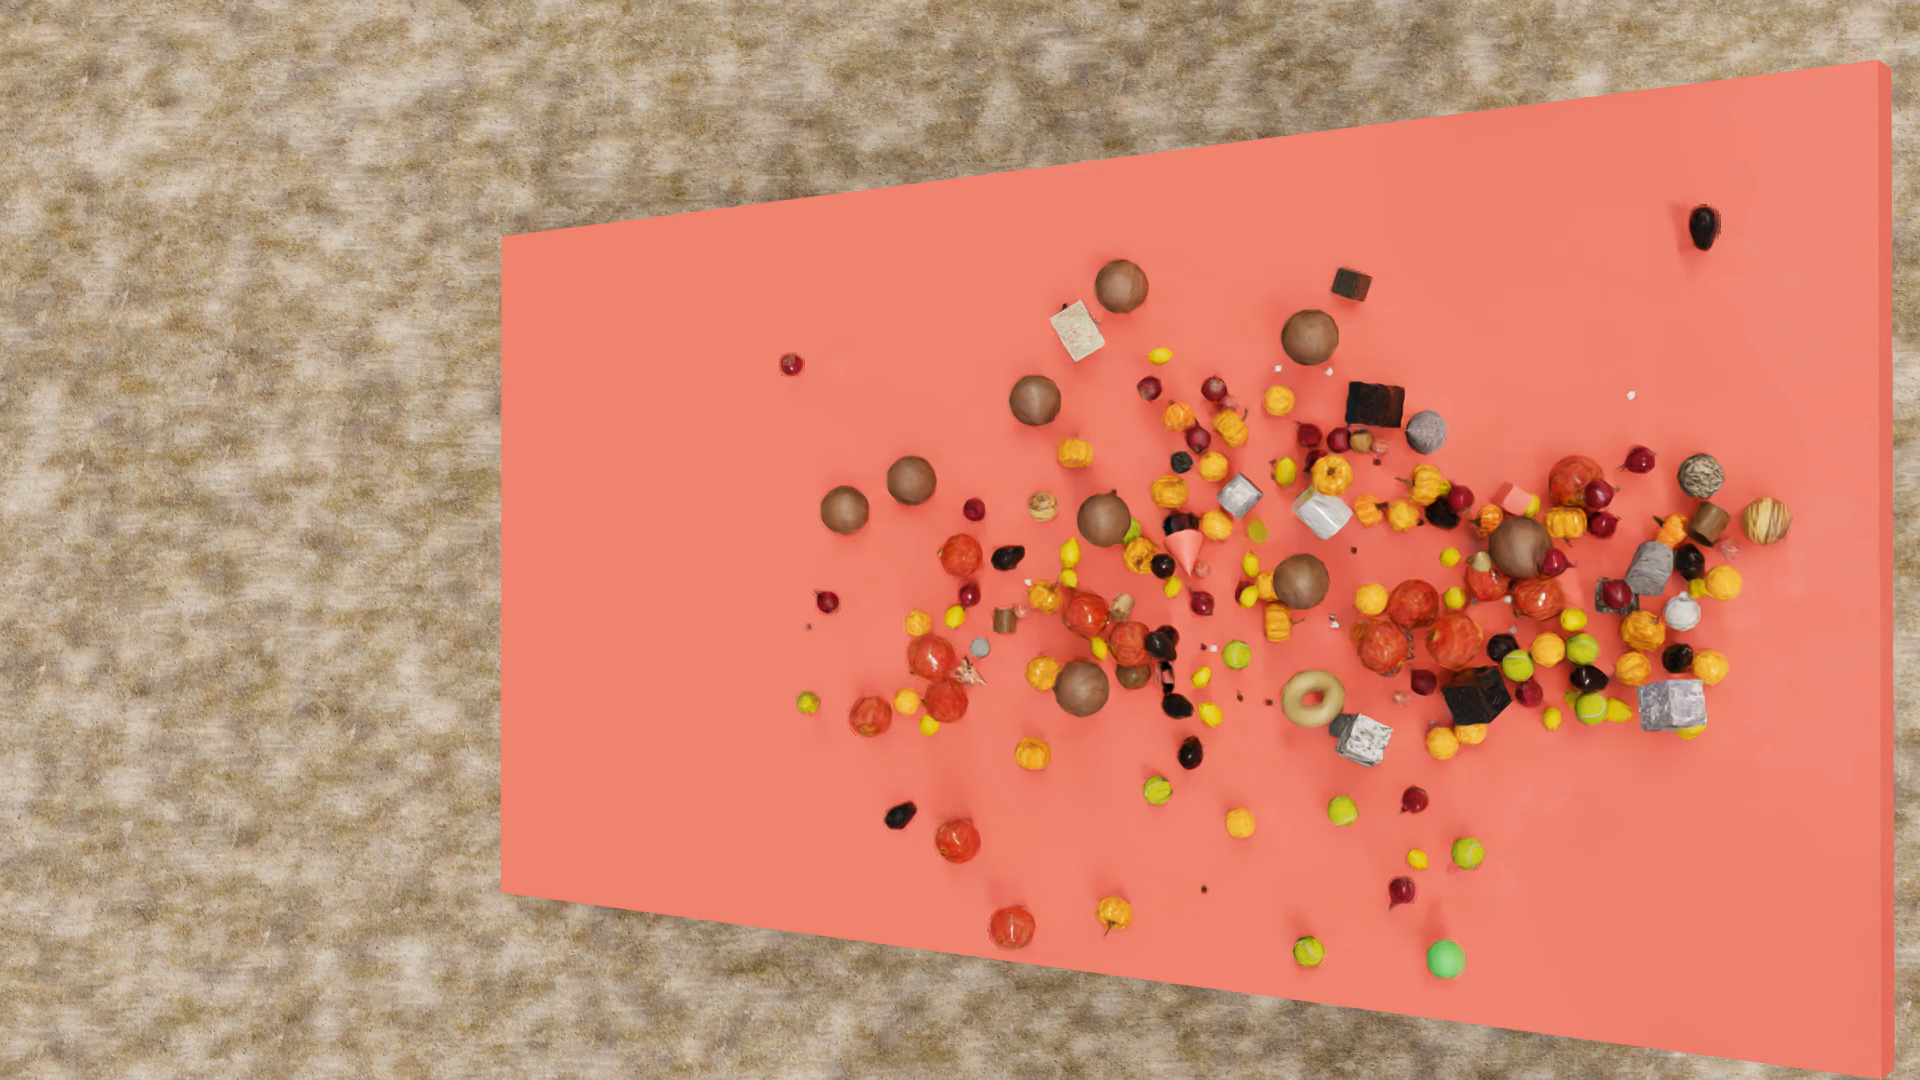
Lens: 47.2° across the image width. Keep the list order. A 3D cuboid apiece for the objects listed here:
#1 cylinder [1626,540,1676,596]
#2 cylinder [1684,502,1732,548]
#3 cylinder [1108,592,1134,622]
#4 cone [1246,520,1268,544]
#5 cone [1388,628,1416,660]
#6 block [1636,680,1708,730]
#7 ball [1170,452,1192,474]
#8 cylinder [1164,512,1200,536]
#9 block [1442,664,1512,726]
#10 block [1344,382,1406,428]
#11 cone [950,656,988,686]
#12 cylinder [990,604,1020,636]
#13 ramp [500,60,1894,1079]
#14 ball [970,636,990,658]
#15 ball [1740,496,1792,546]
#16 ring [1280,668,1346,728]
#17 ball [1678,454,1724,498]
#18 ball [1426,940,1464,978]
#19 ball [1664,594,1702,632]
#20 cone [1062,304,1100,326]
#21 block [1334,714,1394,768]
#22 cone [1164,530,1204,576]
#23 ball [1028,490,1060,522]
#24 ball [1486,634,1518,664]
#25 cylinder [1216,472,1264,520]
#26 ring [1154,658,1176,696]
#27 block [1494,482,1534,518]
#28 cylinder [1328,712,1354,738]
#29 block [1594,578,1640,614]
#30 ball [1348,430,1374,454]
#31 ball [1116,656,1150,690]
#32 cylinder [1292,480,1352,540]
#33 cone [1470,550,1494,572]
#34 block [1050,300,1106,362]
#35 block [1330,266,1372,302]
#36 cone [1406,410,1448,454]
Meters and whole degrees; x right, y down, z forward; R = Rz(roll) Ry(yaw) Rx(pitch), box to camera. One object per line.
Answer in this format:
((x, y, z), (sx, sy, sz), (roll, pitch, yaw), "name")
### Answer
((1.422, 0.059, 4.526), (0.081, 0.081, 0.081), (33, 60, 0), "cylinder")
((1.517, -0.032, 4.465), (0.067, 0.067, 0.067), (36, 86, 0), "cylinder")
((0.392, 0.163, 5.324), (0.050, 0.050, 0.050), (25, 56, 0), "cylinder")
((0.681, -0.013, 5.139), (0.057, 0.057, 0.057), (7, 72, -24), "cone")
((0.995, 0.225, 4.901), (0.063, 0.063, 0.063), (24, 74, 0), "cone")
((1.431, 0.333, 4.421), (0.089, 0.089, 0.089), (2, 77, -25), "block")
((0.516, -0.181, 5.129), (0.052, 0.052, 0.052), (0, 90, 0), "ball")
((0.527, -0.032, 5.231), (0.062, 0.062, 0.062), (-7, 89, 37), "cylinder")
((1.108, 0.334, 4.717), (0.091, 0.091, 0.091), (-34, 103, -38), "block")
((0.928, -0.302, 4.915), (0.092, 0.092, 0.092), (10, 96, 36), "block")
((0.034, 0.353, 5.611), (0.087, 0.087, 0.087), (26, 90, 6), "cone")
((0.114, 0.203, 5.538), (0.060, 0.060, 0.060), (17, 114, 0), "cylinder")
((0.233, 0.065, 5.552), (4.000, 0.100, 2.000), (0, 89, 37), "ramp")
((0.051, 0.273, 5.590), (0.054, 0.054, 0.054), (0, 90, 0), "ball")
((1.613, -0.038, 4.398), (0.097, 0.097, 0.097), (0, 90, 0), "ball")
((0.791, 0.355, 4.929), (0.148, 0.049, 0.148), (-12, 50, 15), "ring")
((1.510, -0.130, 4.480), (0.091, 0.091, 0.091), (0, 90, 0), "ball")
((1.052, 0.909, 4.769), (0.082, 0.082, 0.082), (0, 90, 0), "ball")
((1.480, 0.149, 4.505), (0.075, 0.075, 0.075), (0, 90, 0), "ball")
((0.302, -0.533, 5.413), (0.095, 0.095, 0.095), (4, 90, 12), "cone")
((0.880, 0.438, 4.794), (0.083, 0.083, 0.083), (24, 75, -2), "block")
((0.534, 0.044, 5.185), (0.098, 0.098, 0.098), (-7, 60, 0), "cone")
((0.207, -0.083, 5.461), (0.079, 0.079, 0.079), (0, 90, 0), "ball")
((1.171, 0.235, 4.745), (0.067, 0.067, 0.067), (0, 90, 0), "ball")
((0.648, -0.102, 5.091), (0.079, 0.079, 0.079), (43, 101, 0), "cylinder")
((0.484, 0.324, 5.191), (0.029, 0.088, 0.088), (-8, 90, -15), "ring")
((1.182, -0.087, 4.696), (0.052, 0.052, 0.052), (29, 98, -10), "block")
((0.861, 0.418, 4.971), (0.051, 0.051, 0.051), (4, 92, 0), "cylinder")
((1.374, 0.118, 4.593), (0.069, 0.069, 0.069), (4, 92, 37), "block")
((0.905, -0.222, 4.953), (0.056, 0.056, 0.056), (0, 90, 0), "ball")
((0.417, 0.320, 5.297), (0.085, 0.085, 0.085), (0, 90, 0), "ball")
((0.809, -0.067, 4.919), (0.096, 0.096, 0.096), (44, 90, -9), "cylinder")
((1.107, 0.034, 4.676), (0.051, 0.051, 0.051), (-10, 60, 18), "cone")
((0.287, -0.507, 5.341), (0.088, 0.088, 0.088), (-30, 132, 8), "block")
((0.885, -0.577, 4.970), (0.059, 0.059, 0.059), (26, 105, 34), "block")
((1.008, -0.239, 4.851), (0.099, 0.099, 0.099), (0, 89, 37), "cone")
